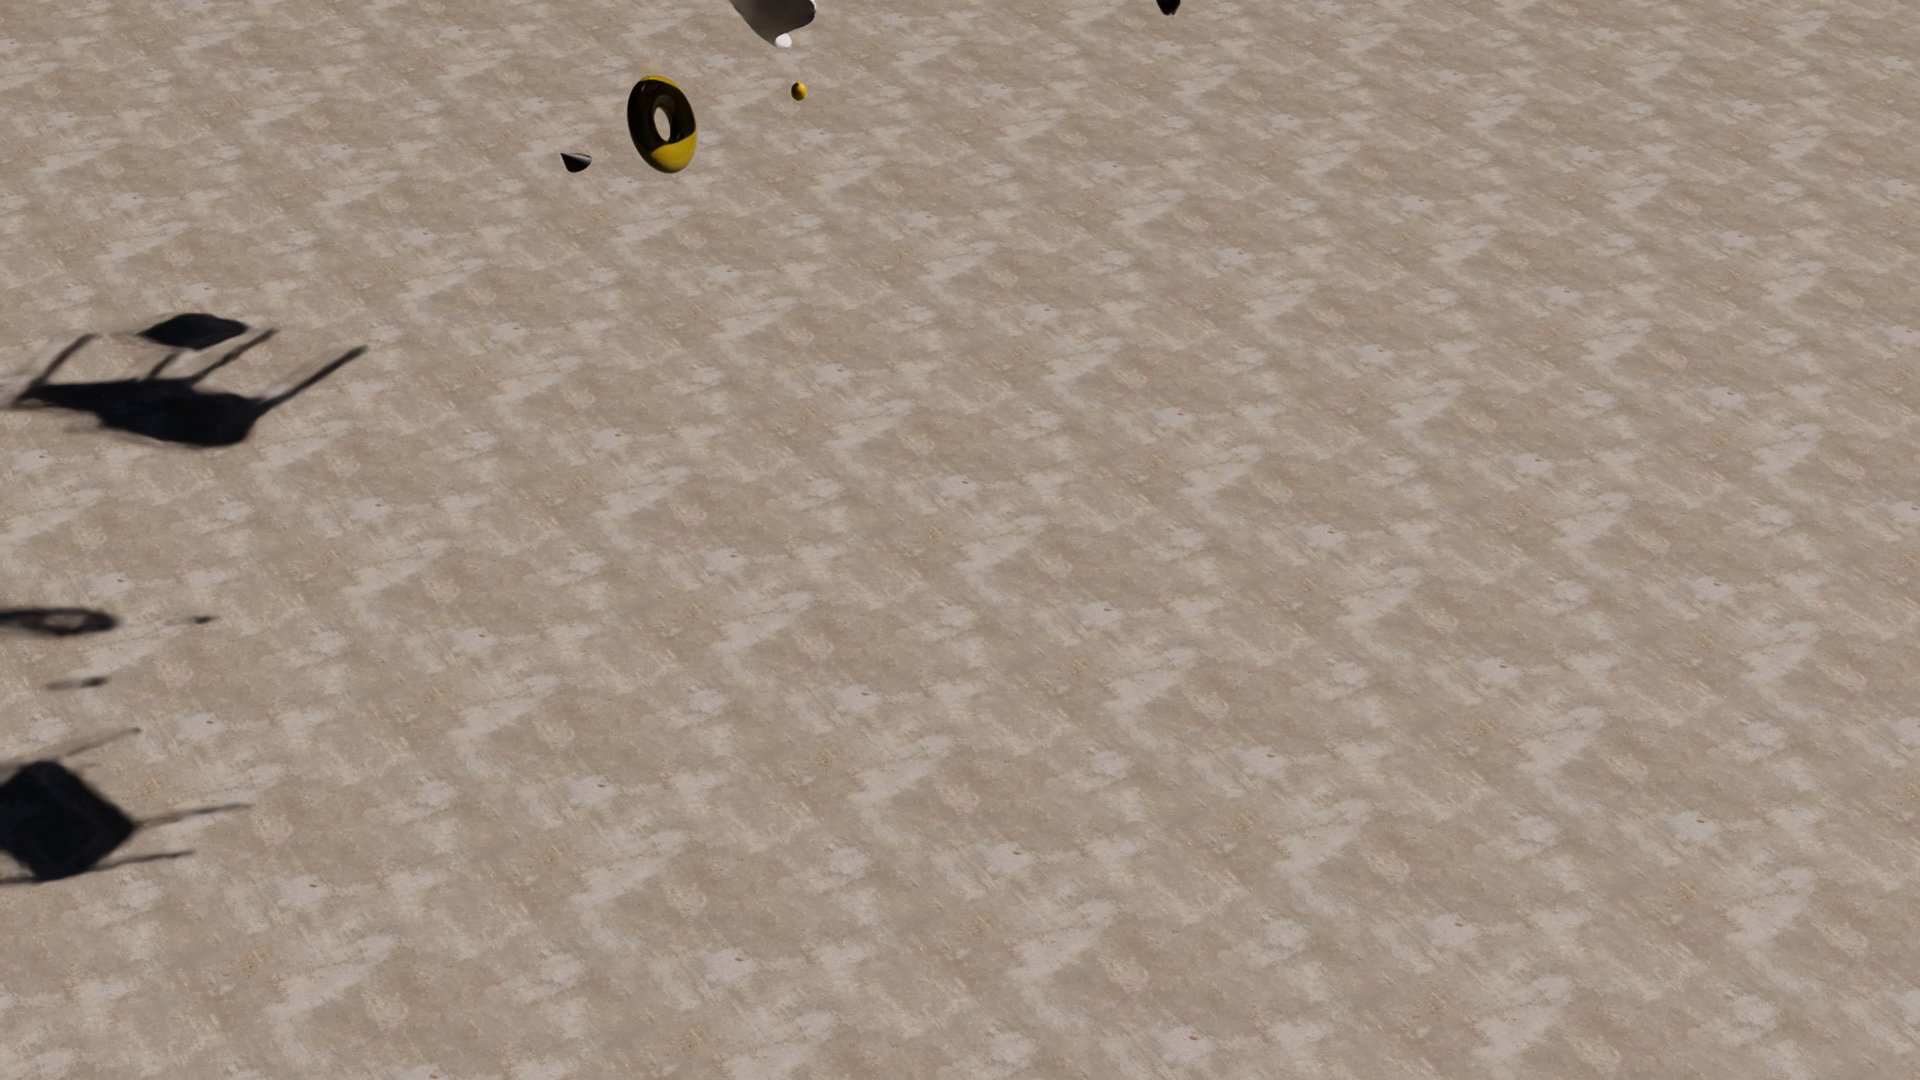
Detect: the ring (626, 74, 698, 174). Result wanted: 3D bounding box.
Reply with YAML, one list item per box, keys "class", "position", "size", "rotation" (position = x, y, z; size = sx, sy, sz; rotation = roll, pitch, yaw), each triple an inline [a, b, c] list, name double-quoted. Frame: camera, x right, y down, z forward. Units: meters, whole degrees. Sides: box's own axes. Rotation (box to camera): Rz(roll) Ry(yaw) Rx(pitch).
- class: "ring"
  position: [-0.807, -1.127, 7.949]
  size: [0.063, 0.272, 0.257]
  rotation: [-8, 15, 35]

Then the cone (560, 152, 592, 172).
- class: "cone"
  position: [-1.130, -1.106, 8.489]
  size: [0.094, 0.087, 0.052]
  rotation: [-12, 68, 30]
